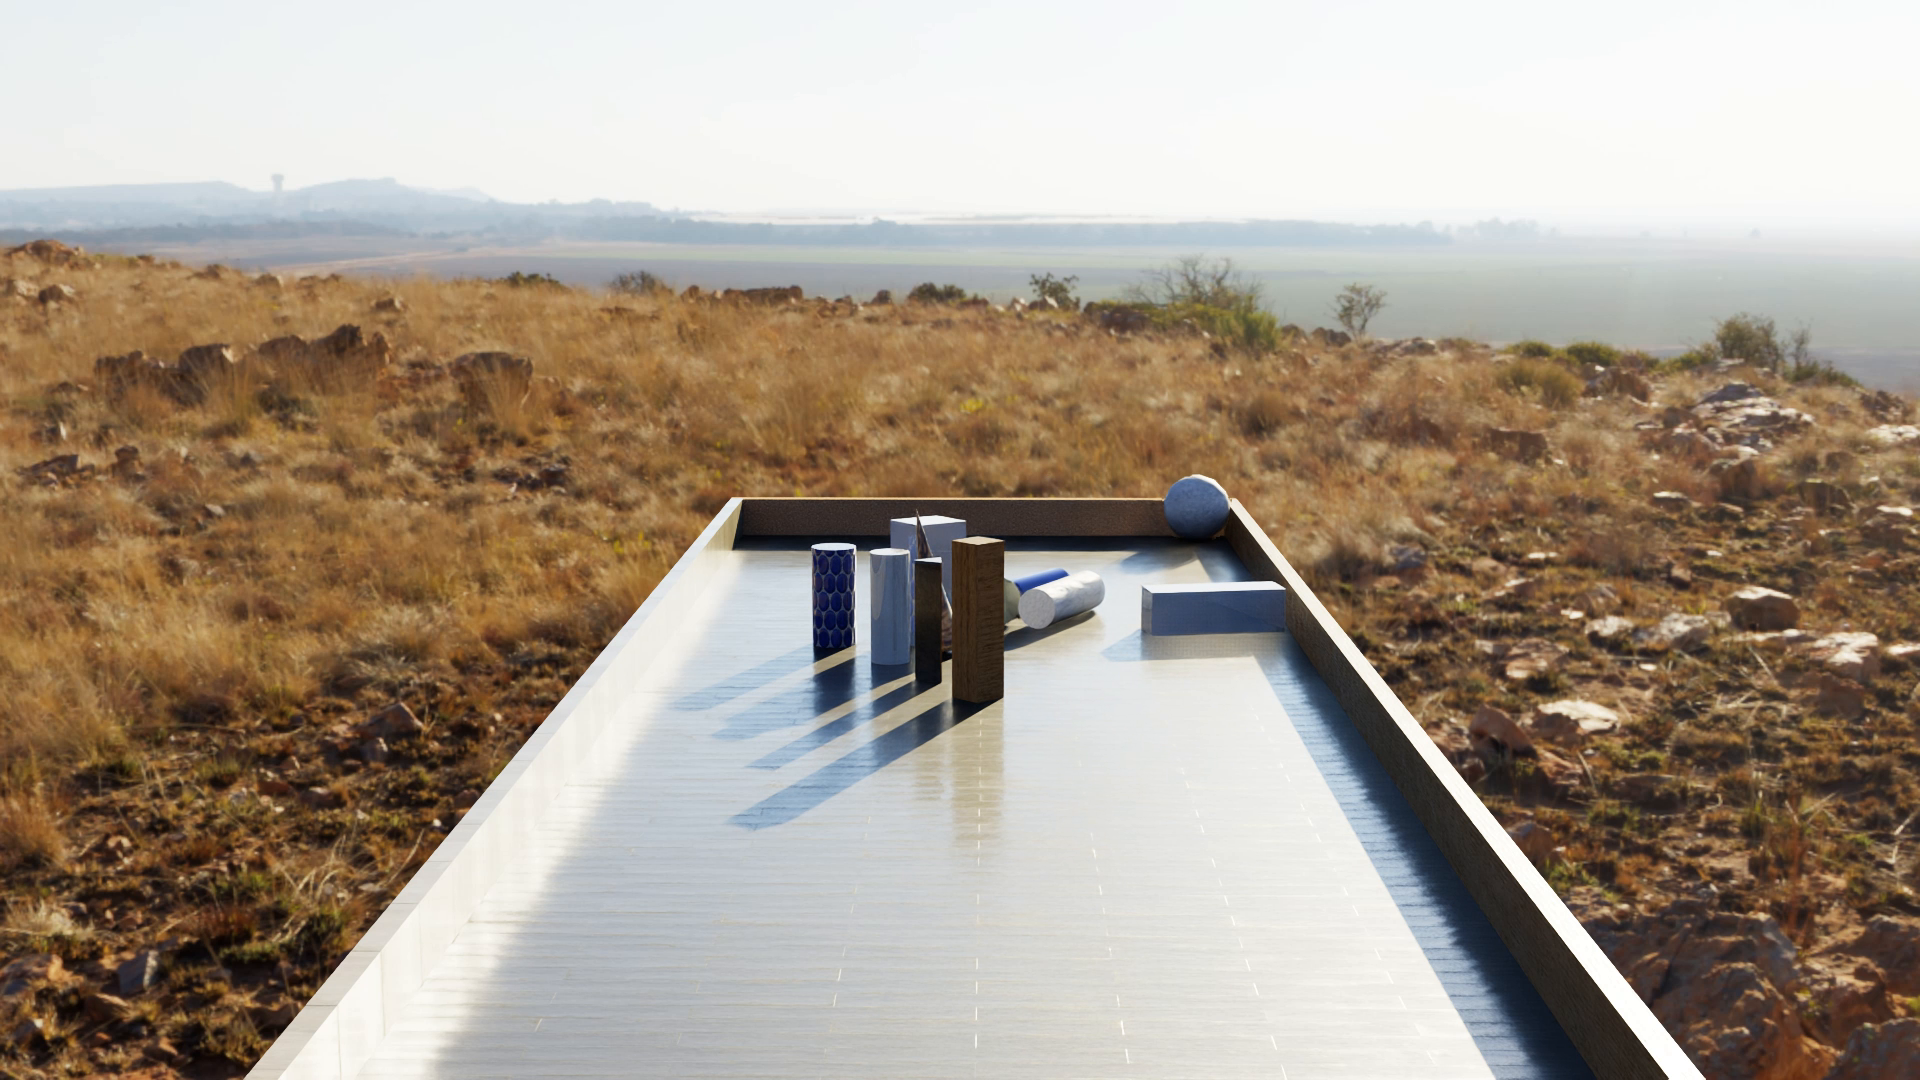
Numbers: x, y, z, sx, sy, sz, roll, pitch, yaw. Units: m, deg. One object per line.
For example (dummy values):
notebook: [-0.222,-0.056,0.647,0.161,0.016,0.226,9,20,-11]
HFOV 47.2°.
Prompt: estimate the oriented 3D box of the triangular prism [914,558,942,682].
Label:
triangular prism: [-0.076,0.231,6.415,0.087,0.355,0.076,5,10,28]

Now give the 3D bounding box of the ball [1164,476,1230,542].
ball: [0.962,-0.129,8.943,0.268,0.268,0.268,0,9,0]

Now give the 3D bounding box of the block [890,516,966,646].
block: [-0.098,0.130,6.946,0.173,0.386,0.173,-6,9,-32]

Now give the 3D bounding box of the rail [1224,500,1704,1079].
rail: [1.046,0.843,3.208,0.050,0.150,12.000,0,9,1]

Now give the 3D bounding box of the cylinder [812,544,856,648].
cylinder: [-0.396,0.173,6.926,0.140,0.310,0.140,0,9,0]

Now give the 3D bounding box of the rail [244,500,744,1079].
rail: [-1.004,0.839,3.234,0.050,0.150,12.000,0,9,1]

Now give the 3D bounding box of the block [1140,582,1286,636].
block: [0.823,0.223,7.152,0.444,0.142,0.142,-1,9,-9]

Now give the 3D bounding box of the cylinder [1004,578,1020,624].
cylinder: [0.071,0.178,7.379,0.159,0.159,0.335,-3,10,-19]

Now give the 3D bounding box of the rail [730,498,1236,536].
rail: [0.099,-0.098,9.147,2.100,0.150,0.050,0,9,1]

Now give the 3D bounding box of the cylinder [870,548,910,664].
cylinder: [-0.212,0.201,6.665,0.120,0.336,0.120,0,9,0]

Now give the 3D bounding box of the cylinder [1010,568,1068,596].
cylinder: [0.258,0.170,7.603,0.104,0.104,0.314,6,11,34]

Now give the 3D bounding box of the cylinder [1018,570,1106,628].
cylinder: [0.343,0.197,7.340,0.133,0.133,0.392,5,10,28]

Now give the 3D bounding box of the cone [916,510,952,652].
cone: [-0.096,0.118,6.789,0.135,0.444,0.135,-10,5,1]

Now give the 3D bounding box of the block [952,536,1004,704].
block: [0.050,0.223,6.173,0.104,0.448,0.104,-9,12,-43]
